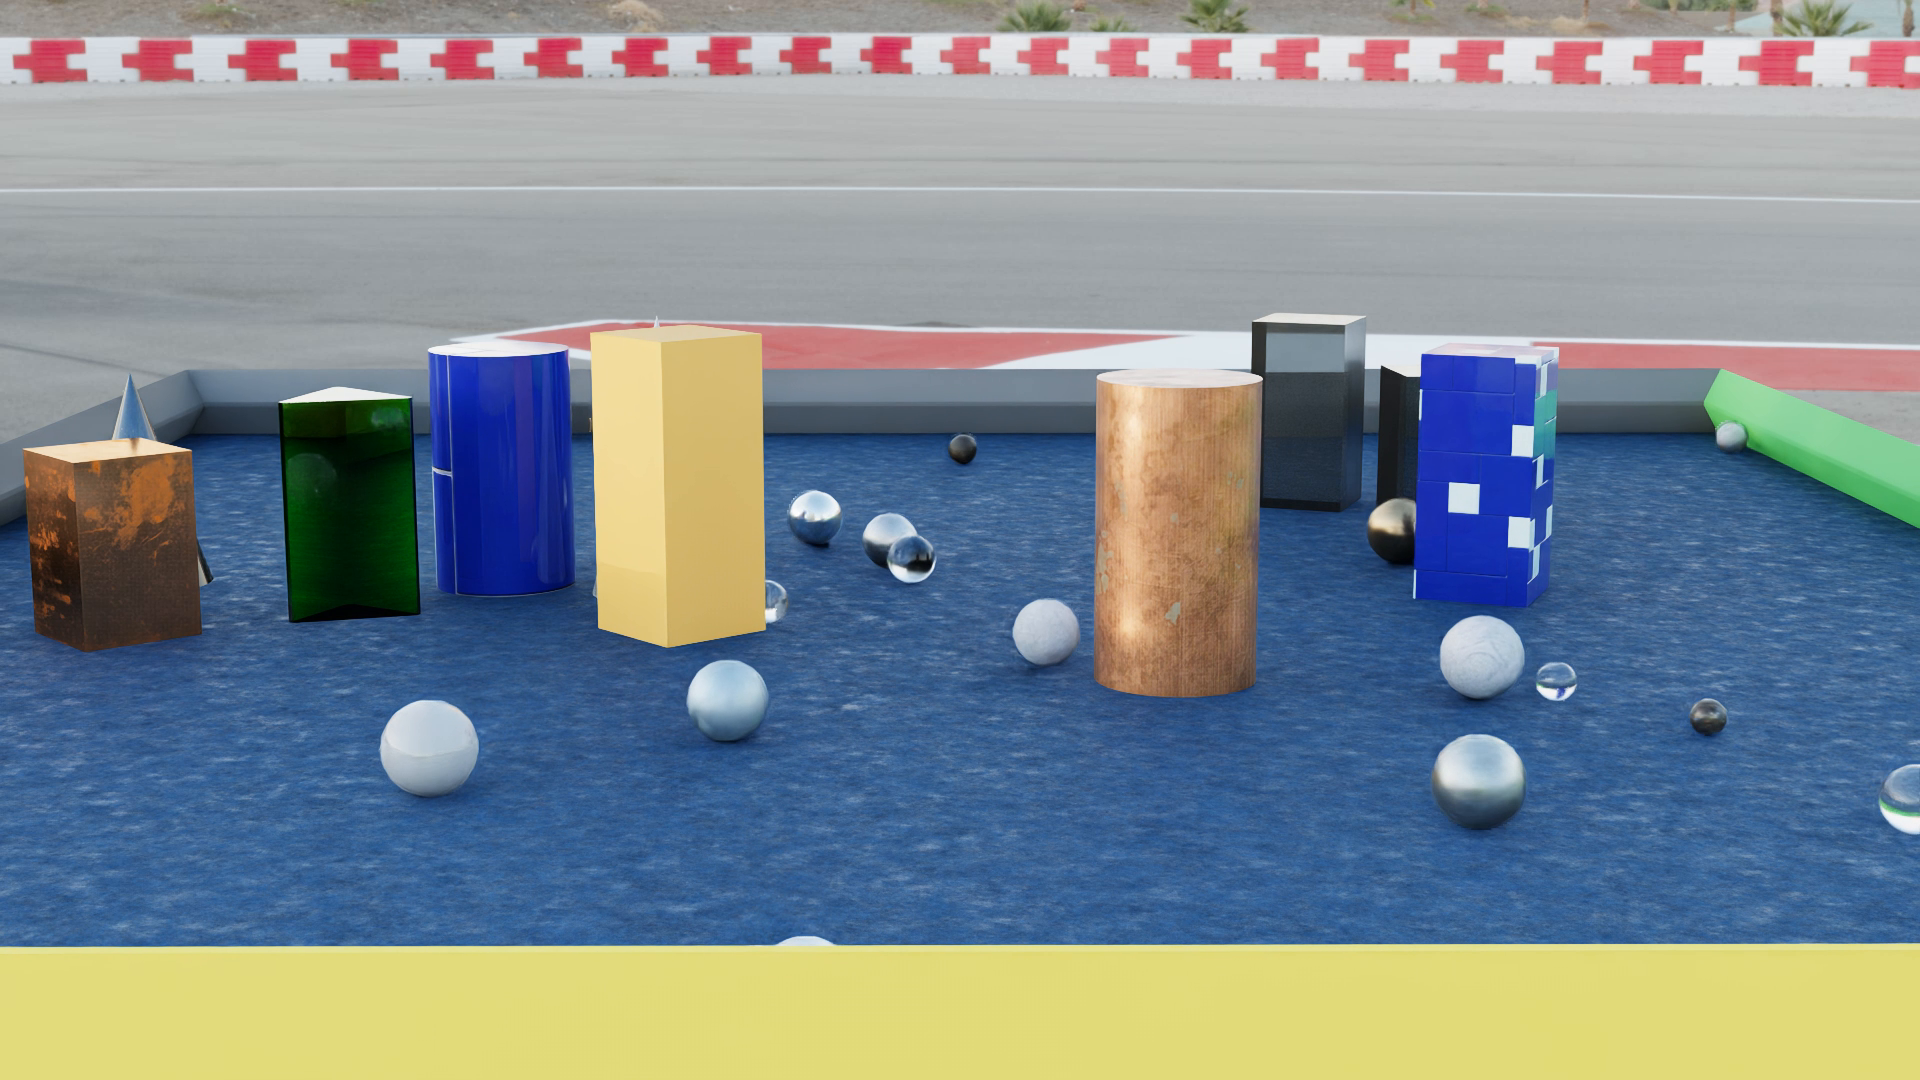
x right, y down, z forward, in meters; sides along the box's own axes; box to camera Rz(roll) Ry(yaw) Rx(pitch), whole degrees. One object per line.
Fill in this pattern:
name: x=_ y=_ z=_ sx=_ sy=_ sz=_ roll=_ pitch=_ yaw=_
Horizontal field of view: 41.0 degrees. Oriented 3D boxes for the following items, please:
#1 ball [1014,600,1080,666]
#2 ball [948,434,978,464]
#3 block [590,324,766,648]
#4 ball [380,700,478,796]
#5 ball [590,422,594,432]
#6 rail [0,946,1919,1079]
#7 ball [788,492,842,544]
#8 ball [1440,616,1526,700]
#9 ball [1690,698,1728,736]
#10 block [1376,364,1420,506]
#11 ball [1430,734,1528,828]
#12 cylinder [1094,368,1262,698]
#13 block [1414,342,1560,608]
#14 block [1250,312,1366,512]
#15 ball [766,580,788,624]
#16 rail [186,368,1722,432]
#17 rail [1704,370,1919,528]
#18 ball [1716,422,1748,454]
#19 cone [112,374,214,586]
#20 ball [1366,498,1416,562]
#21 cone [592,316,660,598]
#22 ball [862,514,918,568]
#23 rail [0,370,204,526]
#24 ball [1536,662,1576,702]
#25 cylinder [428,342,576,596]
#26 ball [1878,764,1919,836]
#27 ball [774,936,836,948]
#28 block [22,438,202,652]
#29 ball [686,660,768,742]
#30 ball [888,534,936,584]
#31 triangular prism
ball: x=0.106 y=0.113 z=3.143 sx=0.082 sy=0.082 sz=0.082 roll=0 pitch=11 yaw=0
ball: x=0.006 y=-0.168 z=4.732 sx=0.054 sy=0.054 sz=0.054 roll=0 pitch=11 yaw=0
block: x=-0.363 y=-0.074 z=3.316 sx=0.156 sy=0.387 sz=0.156 roll=-9 pitch=14 yaw=-41
ball: x=-0.534 y=0.209 z=2.583 sx=0.097 sy=0.097 sz=0.097 roll=0 pitch=11 yaw=0
ball: x=-0.712 y=-0.226 z=5.084 sx=0.041 sy=0.041 sz=0.041 roll=0 pitch=11 yaw=0
rail: x=0.010 y=0.339 z=1.800 sx=3.060 sy=0.127 sz=0.045 roll=0 pitch=11 yaw=0
ball: x=-0.221 y=-0.034 z=3.933 sx=0.082 sy=0.082 sz=0.082 roll=0 pitch=11 yaw=0
ball: x=0.606 y=0.136 z=2.977 sx=0.097 sy=0.097 sz=0.097 roll=0 pitch=11 yaw=0
ball: x=0.823 y=0.194 z=2.820 sx=0.040 sy=0.040 sz=0.040 roll=0 pitch=11 yaw=0
block: x=0.757 y=-0.142 z=4.052 sx=0.156 sy=0.253 sz=0.156 roll=-1 pitch=11 yaw=-6
ball: x=0.500 y=0.232 z=2.475 sx=0.091 sy=0.091 sz=0.091 roll=0 pitch=11 yaw=0
cylinder: x=0.258 y=-0.013 z=3.051 sx=0.195 sy=0.363 sz=0.195 roll=0 pitch=11 yaw=0
block: x=0.729 y=-0.094 z=3.552 sx=0.156 sy=0.339 sz=0.156 roll=5 pitch=11 yaw=23
block: x=0.581 y=-0.216 z=4.292 sx=0.156 sy=0.309 sz=0.156 roll=4 pitch=11 yaw=21
ball: x=-0.254 y=0.081 z=3.383 sx=0.057 sy=0.057 sz=0.057 roll=0 pitch=11 yaw=0
rail: x=-0.010 y=-0.273 z=5.098 sx=3.060 sy=0.127 sz=0.045 roll=0 pitch=11 yaw=0
rail: x=1.506 y=0.031 z=3.458 sx=0.045 sy=0.127 sz=3.403 roll=0 pitch=11 yaw=0
ball: x=1.462 y=-0.193 z=4.859 sx=0.059 sy=0.059 sz=0.059 roll=0 pitch=11 yaw=0
cone: x=-1.165 y=-0.088 z=3.626 sx=0.195 sy=0.301 sz=0.195 roll=0 pitch=11 yaw=0
ball: x=0.649 y=-0.014 z=3.790 sx=0.096 sy=0.096 sz=0.096 roll=0 pitch=11 yaw=0
cone: x=-0.416 y=-0.118 z=3.556 sx=0.195 sy=0.387 sz=0.195 roll=0 pitch=11 yaw=0
ball: x=-0.102 y=0.001 z=3.750 sx=0.081 sy=0.081 sz=0.081 roll=0 pitch=11 yaw=0
rail: x=-1.506 y=0.034 z=3.440 sx=0.045 sy=0.127 sz=3.403 roll=0 pitch=11 yaw=0
ball: x=0.690 y=0.164 z=2.969 sx=0.046 sy=0.046 sz=0.046 roll=0 pitch=11 yaw=0
cylinder: x=-0.645 y=-0.103 z=3.617 sx=0.195 sy=0.334 sz=0.195 roll=0 pitch=11 yaw=0
ball: x=0.914 y=0.248 z=2.453 sx=0.068 sy=0.068 sz=0.068 roll=0 pitch=11 yaw=0
ball: x=-0.118 y=0.338 z=1.947 sx=0.075 sy=0.075 sz=0.075 roll=0 pitch=11 yaw=0
block: x=-1.091 y=0.003 z=3.303 sx=0.156 sy=0.240 sz=0.156 roll=-9 pitch=14 yaw=-41
ball: x=-0.253 y=0.175 z=2.794 sx=0.089 sy=0.089 sz=0.089 roll=0 pitch=11 yaw=0
ball: x=-0.069 y=0.027 z=3.642 sx=0.069 sy=0.069 sz=0.069 roll=0 pitch=11 yaw=0
triangular prism: x=-0.827 y=-0.052 z=3.456 sx=0.169 sy=0.293 sz=0.146 roll=-3 pitch=11 yaw=-18
